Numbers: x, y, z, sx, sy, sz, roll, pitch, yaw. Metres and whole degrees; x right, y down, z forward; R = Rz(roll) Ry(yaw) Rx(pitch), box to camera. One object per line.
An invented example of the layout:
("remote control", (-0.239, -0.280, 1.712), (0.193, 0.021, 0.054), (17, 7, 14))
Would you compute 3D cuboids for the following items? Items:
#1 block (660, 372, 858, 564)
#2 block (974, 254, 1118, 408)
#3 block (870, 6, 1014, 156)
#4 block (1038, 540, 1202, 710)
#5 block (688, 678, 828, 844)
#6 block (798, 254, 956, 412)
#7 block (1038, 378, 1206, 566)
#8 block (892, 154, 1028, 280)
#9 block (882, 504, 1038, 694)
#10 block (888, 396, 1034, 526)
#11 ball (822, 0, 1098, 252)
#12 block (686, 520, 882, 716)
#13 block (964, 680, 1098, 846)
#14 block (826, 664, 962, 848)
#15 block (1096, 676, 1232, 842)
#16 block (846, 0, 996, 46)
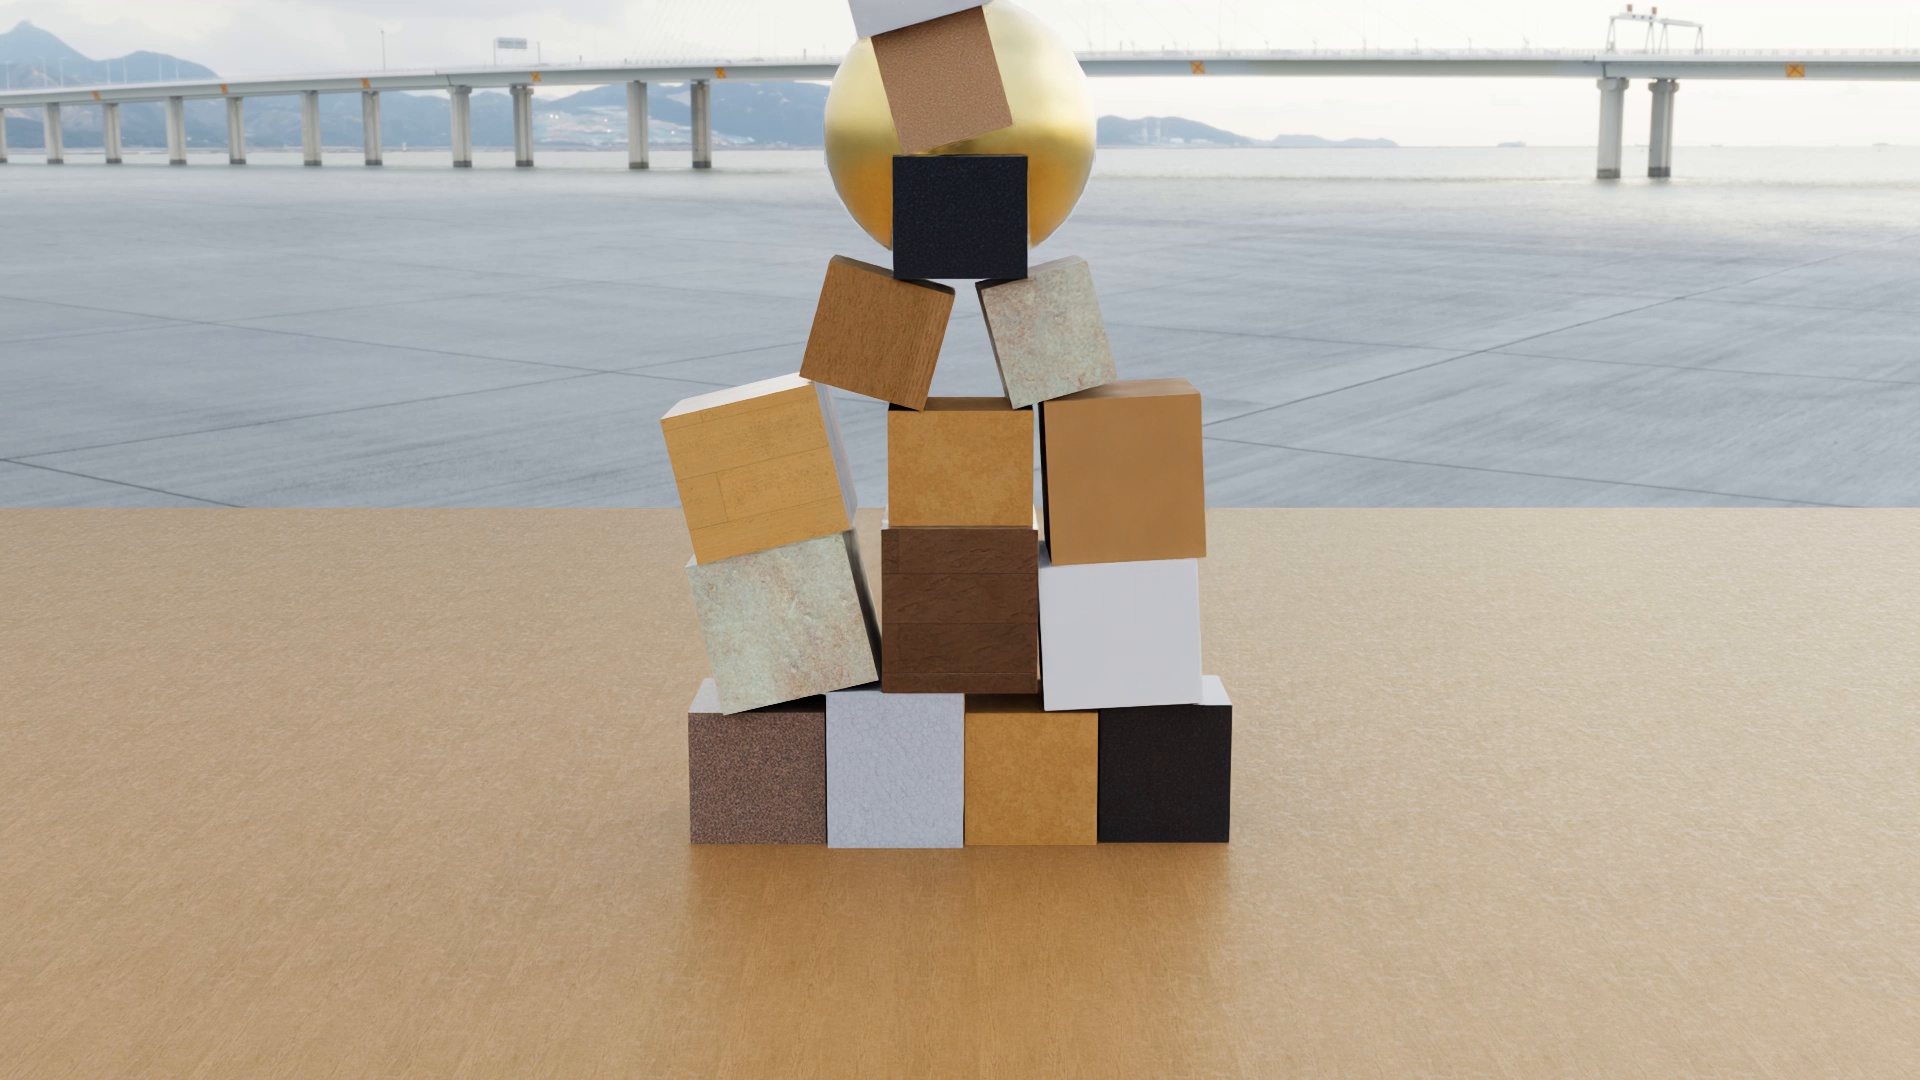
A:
("block", (-0.995, -0.392, 11.115), (0.771, 0.737, 0.825), (-13, 10, 2))
("block", (0.425, -1.051, 11.017), (0.535, 0.603, 0.587), (-16, 11, 0))
("block", (-0.093, -2.245, 10.788), (0.550, 0.579, 0.537), (-16, 11, 1))
("block", (0.798, 0.407, 11.264), (0.788, 0.723, 0.767), (-3, 10, 1))
("block", (-1.019, 1.135, 11.407), (0.684, 0.685, 0.723), (0, 10, 0))
("block", (-0.406, -1.042, 10.969), (0.629, 0.583, 0.607), (15, 10, -3))
("block", (0.810, -0.359, 11.165), (0.767, 0.816, 0.731), (-3, 10, 0))
("block", (-0.007, -1.609, 10.880), (0.647, 0.581, 0.724), (0, 11, -1))
("block", (-0.001, 0.283, 11.213), (0.769, 0.825, 0.792), (0, 10, 0))
("block", (0.003, -0.407, 11.110), (0.716, 0.568, 0.610), (0, 10, 0))
("ball", (0.000, -2.380, 12.856), (1.600, 1.600, 1.600), (0, 10, 0))
("block", (-0.877, 0.340, 11.262), (0.791, 0.771, 0.829), (-13, 10, 2))
("block", (0.356, 1.139, 11.386), (0.666, 0.685, 0.708), (0, 10, 0))
("block", (-0.325, 1.081, 11.372), (0.679, 0.803, 0.798), (0, 10, 0))
("block", (1.034, 1.124, 11.373), (0.659, 0.718, 0.613), (0, 10, 0))
("block", (-0.264, -2.832, 10.658), (0.670, 0.671, 0.708), (-16, 11, 0))
